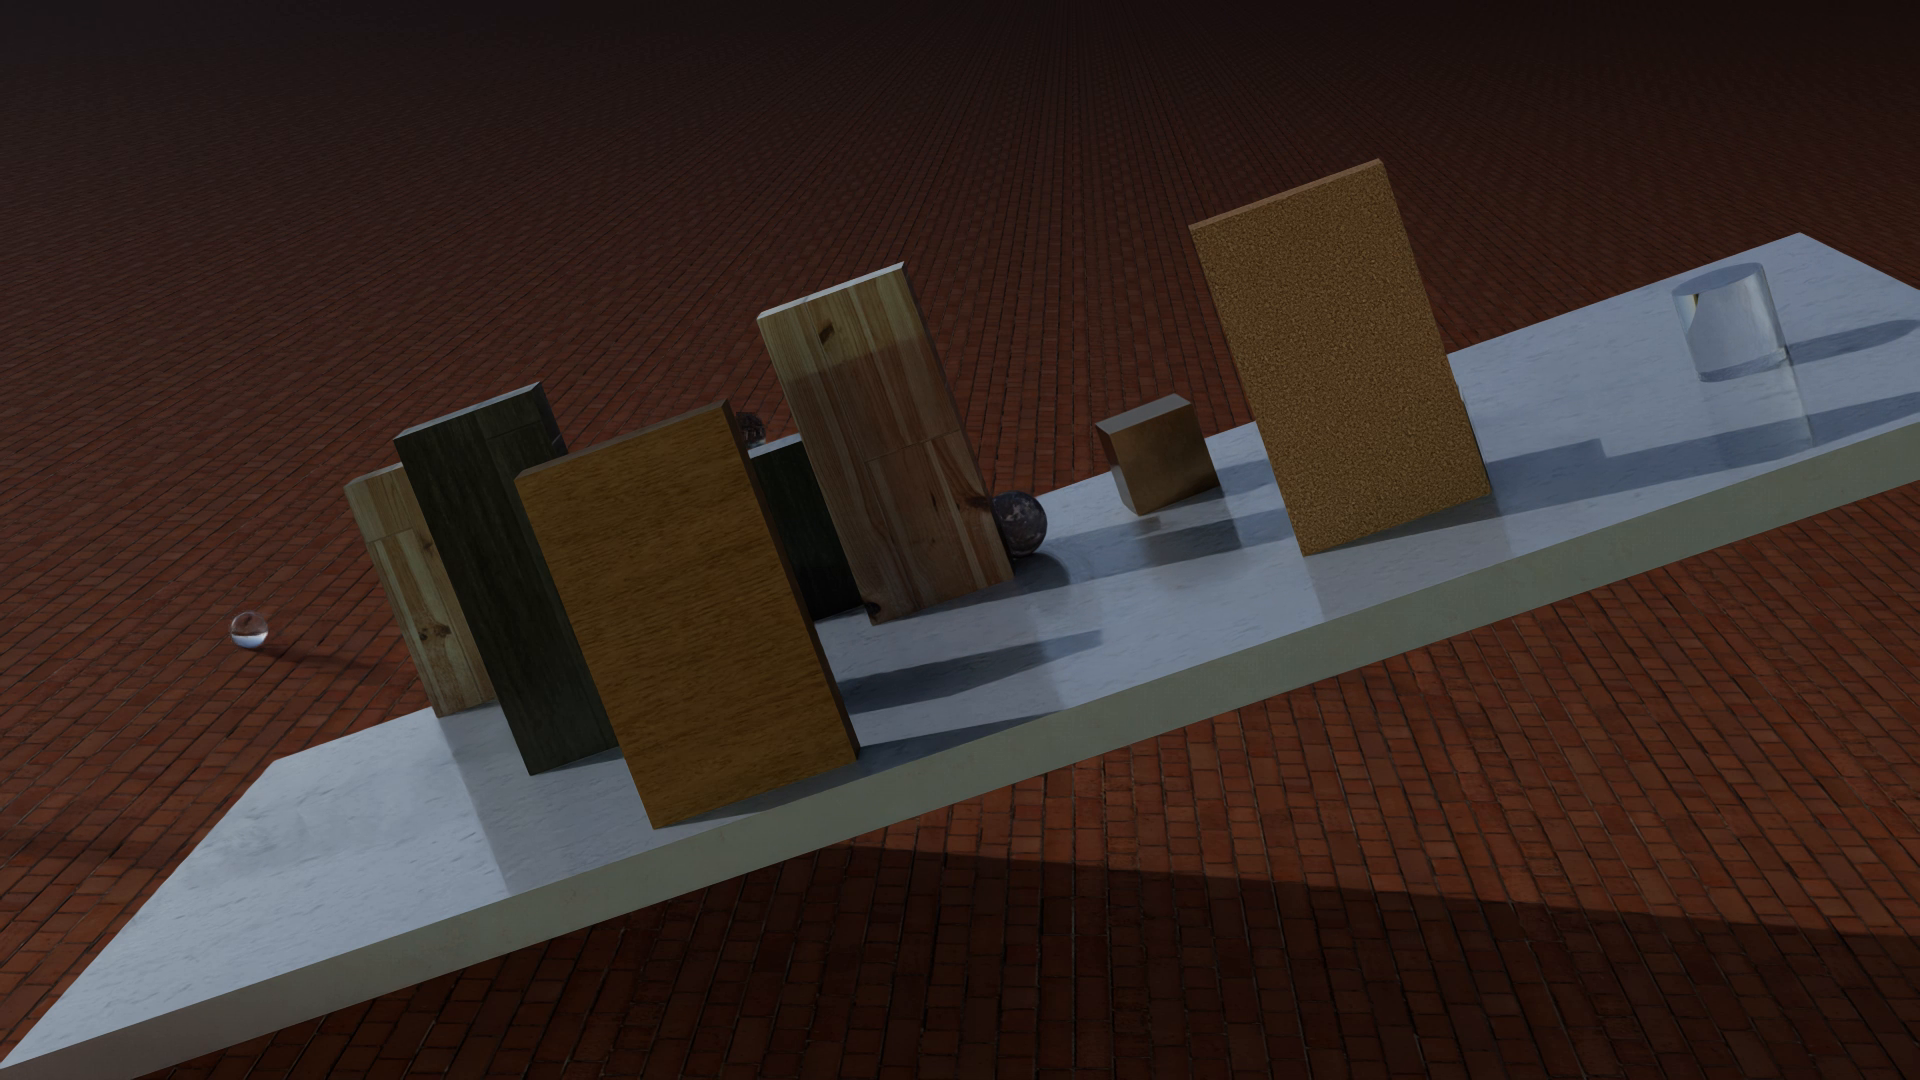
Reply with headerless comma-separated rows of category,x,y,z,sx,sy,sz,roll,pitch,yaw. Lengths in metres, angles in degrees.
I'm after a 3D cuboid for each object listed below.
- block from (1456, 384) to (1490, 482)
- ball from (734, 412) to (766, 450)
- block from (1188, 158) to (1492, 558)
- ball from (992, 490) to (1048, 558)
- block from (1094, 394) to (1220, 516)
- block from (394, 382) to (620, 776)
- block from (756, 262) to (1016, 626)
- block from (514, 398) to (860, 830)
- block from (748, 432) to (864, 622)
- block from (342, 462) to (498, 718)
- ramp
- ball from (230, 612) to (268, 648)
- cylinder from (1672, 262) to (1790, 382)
block,0.946,-0.189,5.873,0.172,0.172,0.172,-18,11,12
ball,-0.873,-0.421,11.855,0.185,0.185,0.185,0,13,0
block,0.737,-0.350,5.702,0.385,0.678,0.089,-19,11,6
ball,0.121,-0.035,6.644,0.154,0.154,0.154,0,13,0
block,0.449,-0.196,6.708,0.200,0.200,0.200,-21,11,-3
block,-0.905,0.085,6.264,0.312,0.778,0.118,-19,11,6
block,-0.158,-0.210,6.481,0.335,0.727,0.115,-19,11,6
block,-0.502,0.141,5.467,0.408,0.710,0.092,-19,11,6
block,-0.274,-0.059,6.794,0.375,0.407,0.137,-19,11,6
block,-1.261,0.100,7.234,0.278,0.616,0.113,-19,11,6
ramp,0.113,0.178,6.299,4.000,0.100,2.000,-19,11,6
ball,-2.159,0.275,8.930,0.113,0.113,0.113,0,13,0
cylinder,1.558,-0.440,5.953,0.187,0.187,0.187,-20,11,4
